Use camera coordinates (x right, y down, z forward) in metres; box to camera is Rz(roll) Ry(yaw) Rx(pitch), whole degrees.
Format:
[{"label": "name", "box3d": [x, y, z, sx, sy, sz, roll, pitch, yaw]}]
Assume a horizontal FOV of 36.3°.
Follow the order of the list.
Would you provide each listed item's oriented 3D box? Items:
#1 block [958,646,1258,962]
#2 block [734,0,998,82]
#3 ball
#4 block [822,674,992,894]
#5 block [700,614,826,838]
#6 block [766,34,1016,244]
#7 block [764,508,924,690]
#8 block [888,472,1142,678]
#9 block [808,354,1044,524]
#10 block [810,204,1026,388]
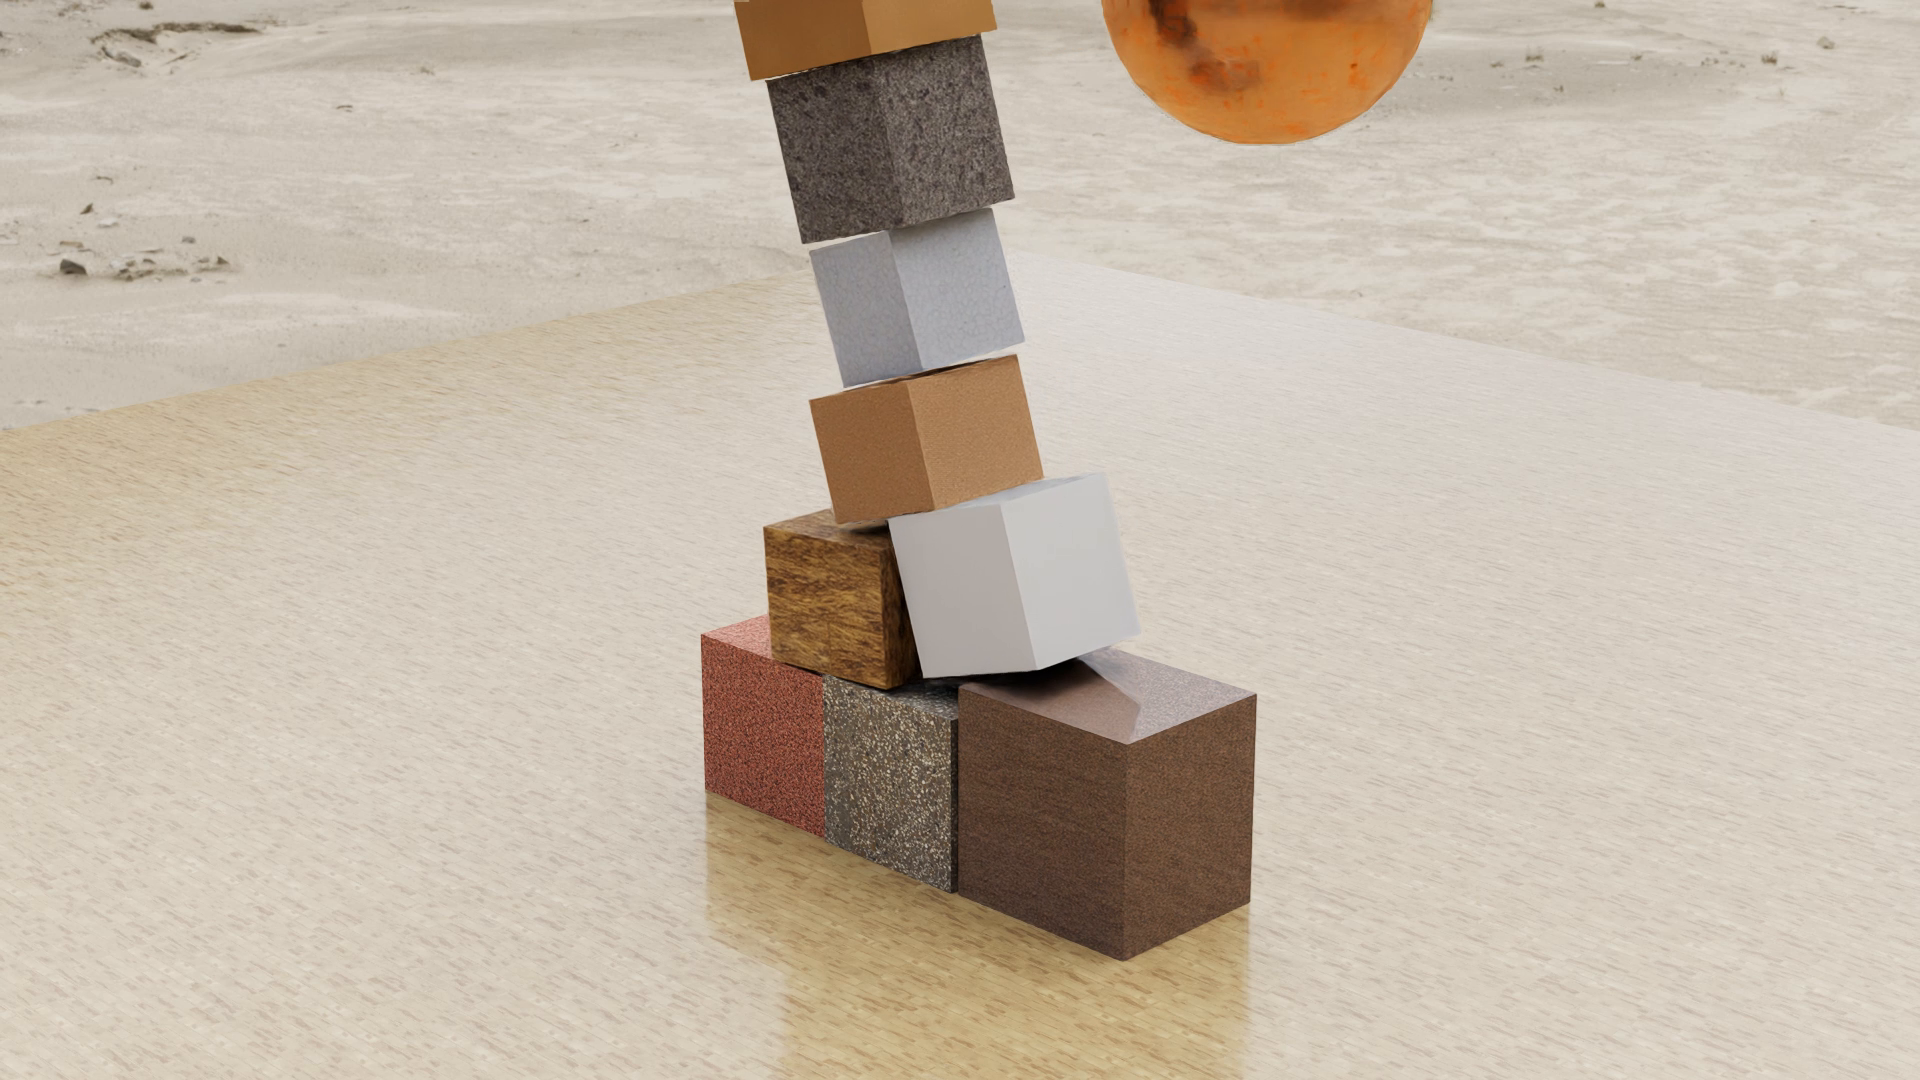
[{"label": "block", "box3d": [0.649, 1.138, 13.054, 0.991, 1.001, 0.862, 16, 24, 42]}, {"label": "block", "box3d": [-0.461, -2.531, 13.166, 0.804, 0.719, 0.803, -3, 13, 45]}, {"label": "ball", "box3d": [1.467, -2.693, 14.033, 1.600, 1.600, 1.600, 0, 17, 0]}, {"label": "block", "box3d": [-0.034, 1.021, 13.702, 0.862, 0.836, 0.839, -17, 24, -42]}, {"label": "block", "box3d": [-0.656, 0.849, 14.293, 0.808, 0.809, 0.890, -17, 24, -42]}, {"label": "block", "box3d": [-0.313, -1.815, 13.301, 0.703, 0.755, 0.703, -3, 13, 46]}, {"label": "block", "box3d": [-0.339, 0.222, 13.766, 0.806, 0.649, 0.792, -16, 20, -42]}, {"label": "block", "box3d": [0.242, 0.161, 13.146, 0.656, 0.743, 0.766, -17, 7, -41]}, {"label": "block", "box3d": [-0.154, -0.463, 13.461, 0.693, 0.587, 0.695, -17, 7, -41]}, {"label": "block", "box3d": [-0.195, -1.114, 13.411, 0.631, 0.645, 0.585, -19, 8, -39]}]
